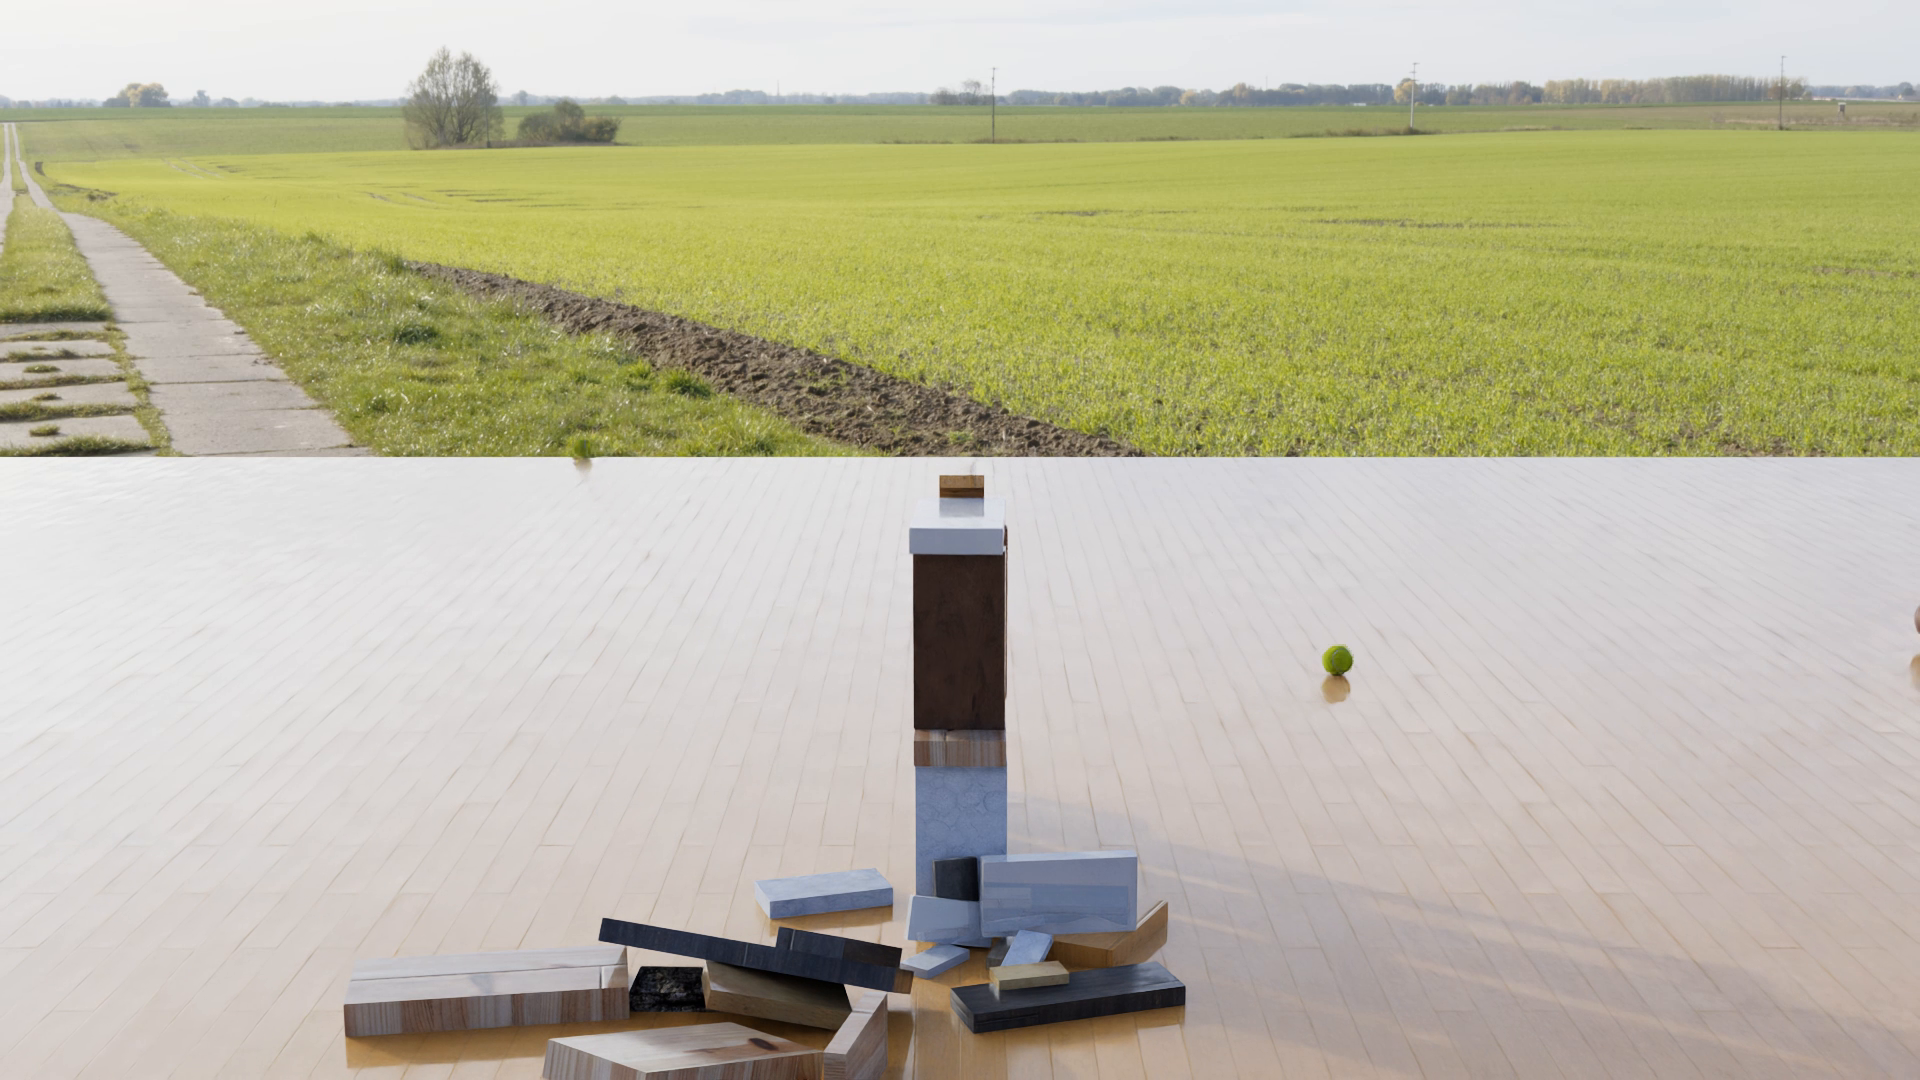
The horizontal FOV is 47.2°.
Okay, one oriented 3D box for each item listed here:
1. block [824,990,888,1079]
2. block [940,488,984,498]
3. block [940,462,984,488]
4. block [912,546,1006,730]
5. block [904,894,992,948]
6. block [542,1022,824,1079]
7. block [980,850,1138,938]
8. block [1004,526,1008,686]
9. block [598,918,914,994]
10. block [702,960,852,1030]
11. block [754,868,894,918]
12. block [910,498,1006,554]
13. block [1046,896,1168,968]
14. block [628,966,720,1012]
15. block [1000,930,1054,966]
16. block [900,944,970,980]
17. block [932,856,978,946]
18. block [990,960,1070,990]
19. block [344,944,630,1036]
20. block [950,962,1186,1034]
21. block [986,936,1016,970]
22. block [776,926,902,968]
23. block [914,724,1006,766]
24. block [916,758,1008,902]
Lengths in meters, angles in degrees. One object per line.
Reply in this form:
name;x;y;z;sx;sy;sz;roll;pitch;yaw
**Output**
block;-0.136;0.682;2.891;0.029;0.104;0.208;2;11;13
block;0.003;-0.018;3.692;0.075;0.150;0.021;0;11;0
block;0.003;-0.111;3.726;0.075;0.021;0.150;0;11;0
block;-0.001;0.153;3.446;0.143;0.286;0.041;0;11;2
block;-0.015;0.591;3.408;0.135;0.067;0.019;8;-3;-16
block;-0.351;0.676;2.834;0.171;0.048;0.342;7;-2;36
block;0.152;0.546;3.395;0.239;0.120;0.034;-1;11;-7
block;0.006;0.119;3.629;0.143;0.286;0.041;0;11;-2
block;-0.296;0.606;3.203;0.445;0.034;0.120;7;-11;13
block;-0.261;0.648;3.128;0.205;0.029;0.103;12;10;-13
block;-0.225;0.582;3.629;0.208;0.029;0.104;-4;11;-18
block;-0.001;-0.024;3.506;0.143;0.041;0.286;0;10;2
block;0.229;0.612;3.456;0.120;0.034;0.239;5;12;25
block;-0.374;0.658;3.222;0.205;0.029;0.103;0;11;1
block;0.098;0.630;3.312;0.053;0.015;0.106;6;32;21
block;-0.038;0.641;3.351;0.053;0.015;0.106;8;13;36
block;-0.006;0.565;3.432;0.068;0.135;0.019;-3;0;-14
block;0.101;0.637;3.216;0.106;0.015;0.053;-3;11;-14
block;-0.682;0.653;3.198;0.395;0.048;0.171;-2;11;-9
block;0.157;0.663;3.195;0.326;0.029;0.103;-4;11;-18
block;0.091;0.632;3.389;0.067;0.019;0.135;3;11;16
block;-0.172;0.586;3.157;0.104;0.029;0.208;5;-12;23
block;0.002;0.304;3.532;0.143;0.041;0.286;0;11;1
block;0.002;0.482;3.467;0.143;0.286;0.041;0;11;0
